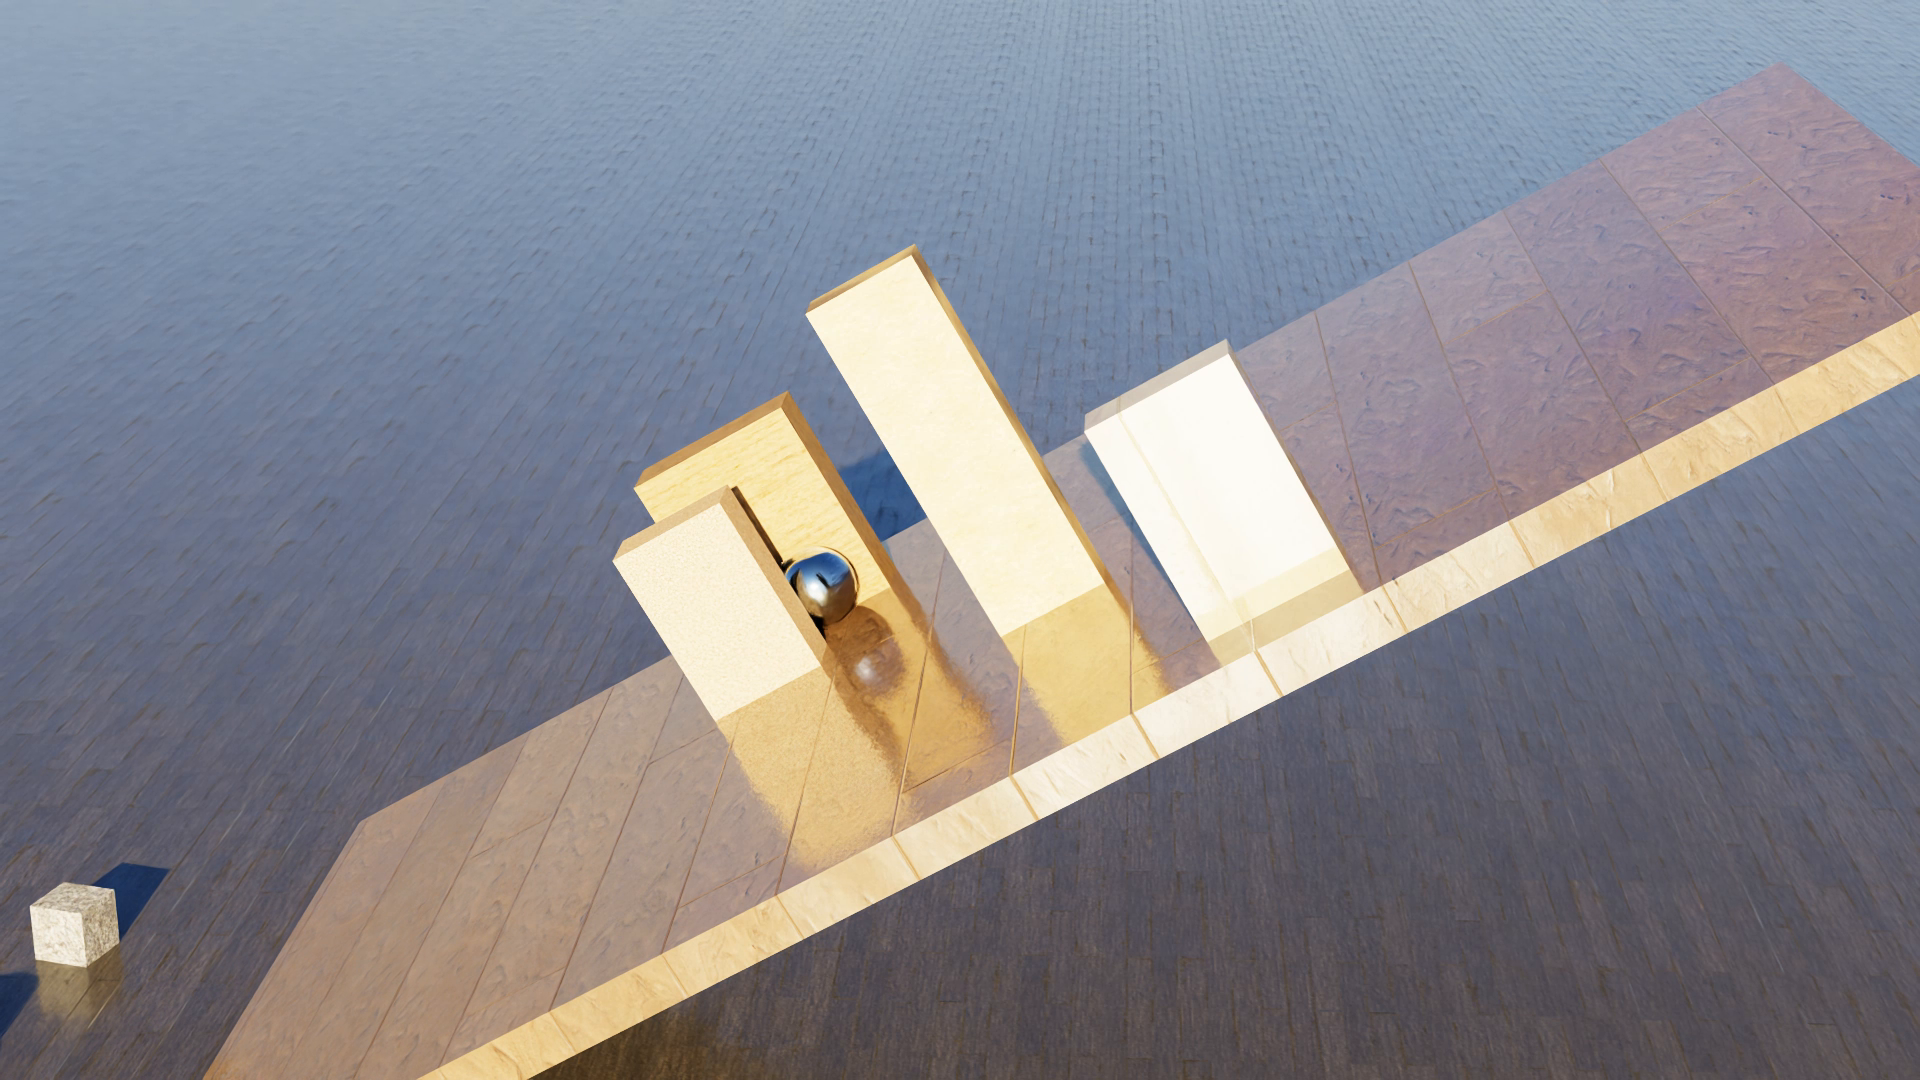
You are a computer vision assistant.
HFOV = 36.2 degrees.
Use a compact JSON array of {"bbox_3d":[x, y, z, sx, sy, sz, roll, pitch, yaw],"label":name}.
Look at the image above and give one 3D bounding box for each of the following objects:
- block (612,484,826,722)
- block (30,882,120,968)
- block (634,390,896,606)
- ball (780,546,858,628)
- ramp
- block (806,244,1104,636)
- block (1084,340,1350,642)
[{"bbox_3d":[-0.541,0.142,6.659,0.281,0.439,0.141,-28,15,12],"label":"block"},{"bbox_3d":[-2.133,0.926,7.090,0.141,0.141,0.141,6,19,17],"label":"block"},{"bbox_3d":[-0.457,-0.029,6.943,0.402,0.499,0.147,-28,15,12],"label":"block"},{"bbox_3d":[-0.332,0.109,6.805,0.187,0.187,0.187,0,18,0],"label":"ball"},{"bbox_3d":[0.142,0.168,6.284,4.000,0.100,2.000,-28,15,12],"label":"ramp"},{"bbox_3d":[-0.004,-0.199,6.017,0.246,0.787,0.105,-28,15,12],"label":"block"},{"bbox_3d":[0.468,-0.089,5.356,0.293,0.460,0.111,-28,15,12],"label":"block"}]
